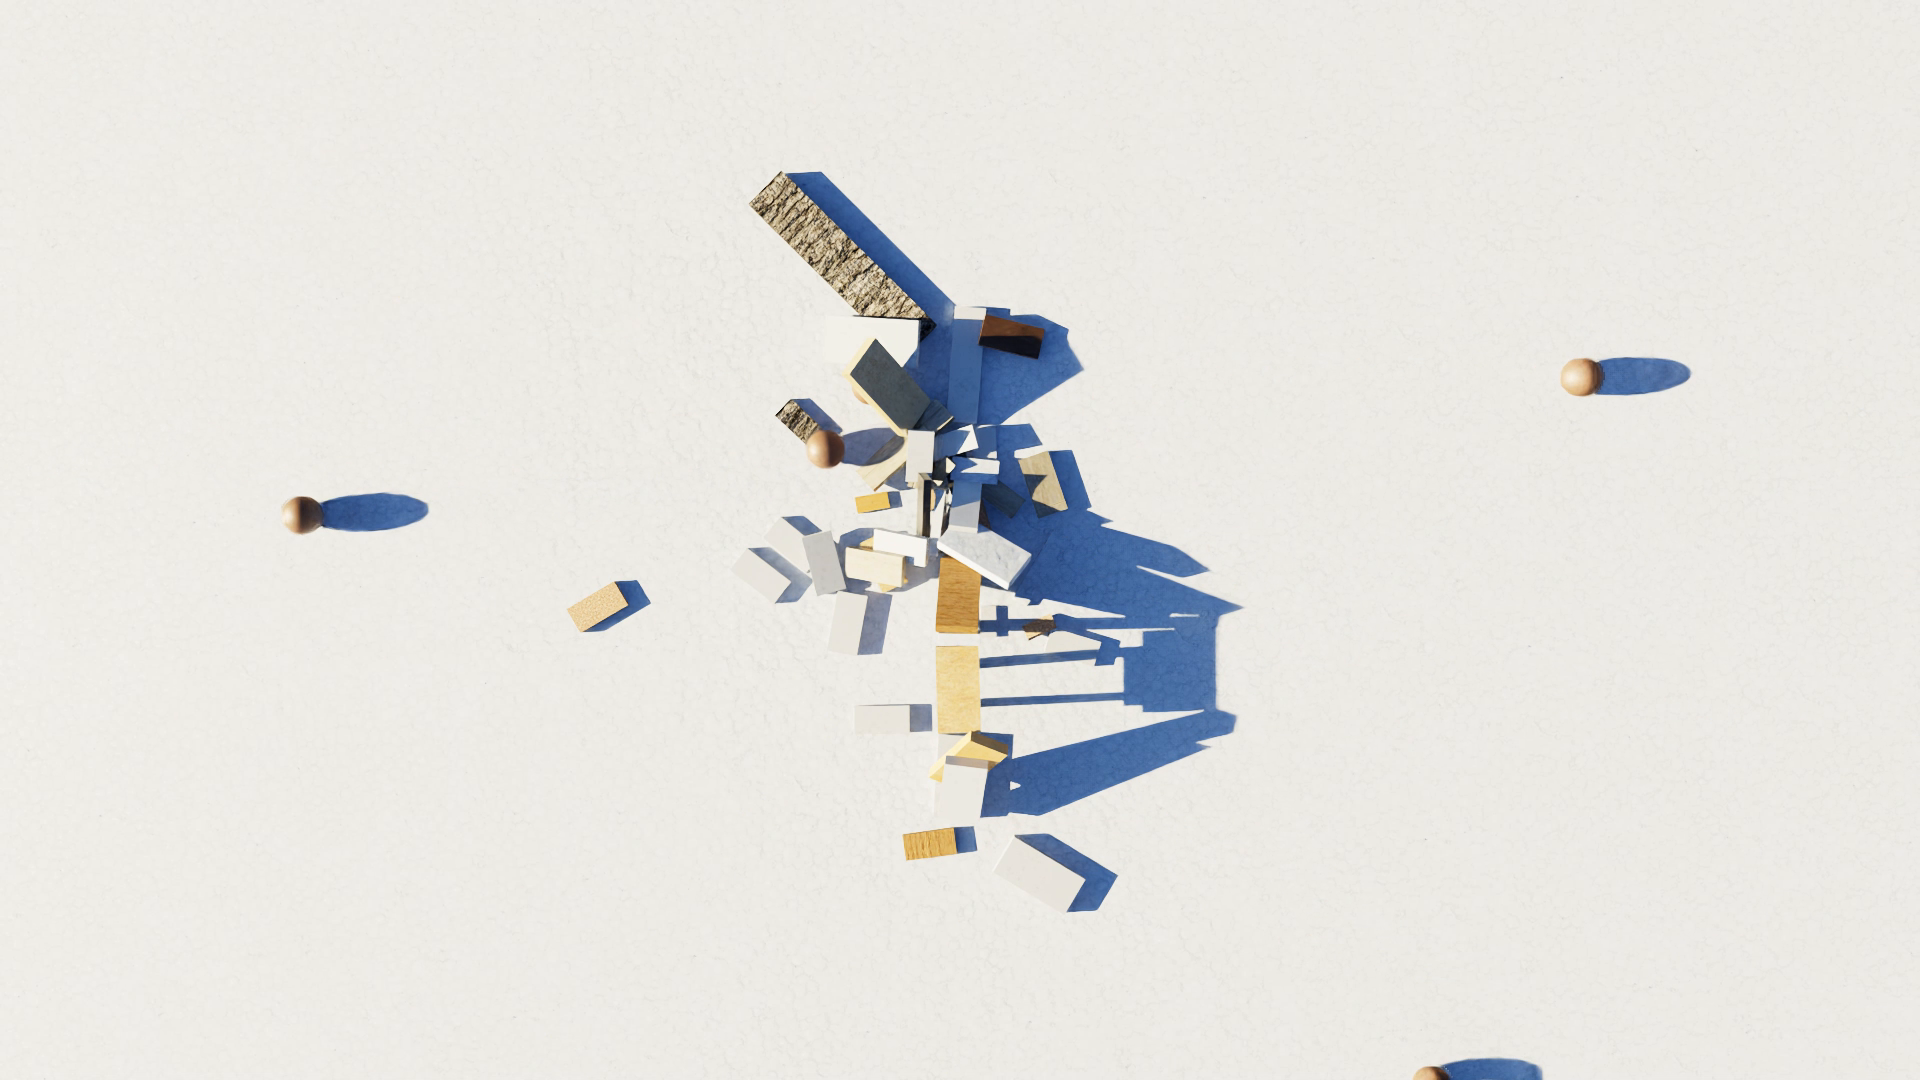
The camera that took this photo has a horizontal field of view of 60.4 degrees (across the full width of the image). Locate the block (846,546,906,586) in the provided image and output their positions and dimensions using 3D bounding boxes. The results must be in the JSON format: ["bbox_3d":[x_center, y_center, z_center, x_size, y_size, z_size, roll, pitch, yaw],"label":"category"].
[{"bbox_3d":[-0.280,0.086,5.438,0.202,0.029,0.101,10,108,20],"label":"block"}]

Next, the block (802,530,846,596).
[{"bbox_3d":[-0.452,0.076,5.464,0.101,0.029,0.202,-15,99,-7],"label":"block"}]

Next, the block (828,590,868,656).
[{"bbox_3d":[-0.374,0.277,5.486,0.101,0.029,0.202,10,90,0],"label":"block"}]

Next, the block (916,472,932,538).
[{"bbox_3d":[-0.119,-0.092,5.418,0.027,0.094,0.245,-2,107,-13],"label":"block"}]

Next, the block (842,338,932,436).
[{"bbox_3d":[-0.237,-0.497,5.371,0.311,0.044,0.156,47,67,-34],"label":"block"}]

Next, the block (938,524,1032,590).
[{"bbox_3d":[0.079,0.036,5.357,0.275,0.039,0.137,31,60,16],"label":"block"}]

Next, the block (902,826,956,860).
[{"bbox_3d":[-0.101,1.011,5.488,0.171,0.024,0.086,-8,90,0],"label":"block"}]

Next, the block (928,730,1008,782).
[{"bbox_3d":[0.026,0.717,5.331,0.137,0.275,0.039,23,47,-19],"label":"block"}]

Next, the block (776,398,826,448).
[{"bbox_3d":[-0.532,-0.388,5.489,0.156,0.022,0.078,43,90,0],"label":"block"}]

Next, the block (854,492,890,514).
[{"bbox_3d":[-0.292,-0.125,5.492,0.109,0.015,0.054,-11,90,0],"label":"block"}]

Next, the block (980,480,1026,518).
[{"bbox_3d":[0.132,-0.148,5.489,0.157,0.022,0.078,37,90,0],"label":"block"}]

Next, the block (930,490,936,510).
[{"bbox_3d":[-0.108,-0.147,5.493,0.047,0.013,0.094,-21,90,0],"label":"block"}]

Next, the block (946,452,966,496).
[{"bbox_3d":[-0.009,-0.234,5.489,0.078,0.022,0.157,-12,90,0],"label":"block"}]

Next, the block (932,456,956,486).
[{"bbox_3d":[-0.057,-0.230,5.458,0.047,0.013,0.094,42,116,5],"label":"block"}]

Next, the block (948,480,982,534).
[{"bbox_3d":[0.017,-0.110,5.411,0.094,0.027,0.187,7,54,-1],"label":"block"}]

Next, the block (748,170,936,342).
[{"bbox_3d":[-0.389,-0.913,5.478,0.723,0.044,0.156,45,90,0],"label":"block"}]

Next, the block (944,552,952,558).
[{"bbox_3d":[0.002,0.103,5.414,0.109,0.031,0.218,1,47,0],"label":"block"}]

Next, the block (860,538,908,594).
[{"bbox_3d":[-0.253,0.074,5.487,0.091,0.026,0.183,-24,90,0],"label":"block"}]

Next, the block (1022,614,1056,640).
[{"bbox_3d":[0.264,0.289,5.479,0.104,0.015,0.052,-25,55,0],"label":"block"}]

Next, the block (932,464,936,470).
[{"bbox_3d":[-0.123,-0.222,5.493,0.094,0.013,0.047,-16,90,0],"label":"block"}]

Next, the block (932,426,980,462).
[{"bbox_3d":[-0.047,-0.312,5.463,0.211,0.022,0.078,-17,84,12],"label":"block"}]

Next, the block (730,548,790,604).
[{"bbox_3d":[-0.663,0.119,5.487,0.185,0.026,0.092,38,90,0],"label":"block"}]

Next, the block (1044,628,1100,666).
[{"bbox_3d":[0.375,0.355,5.488,0.171,0.024,0.086,17,90,0],"label":"block"}]

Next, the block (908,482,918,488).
[{"bbox_3d":[-0.133,-0.224,5.465,0.054,0.015,0.109,16,105,0],"label":"block"}]

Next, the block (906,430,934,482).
[{"bbox_3d":[-0.131,-0.277,5.426,0.086,0.024,0.171,3,106,-2],"label":"block"}]

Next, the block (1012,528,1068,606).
[{"bbox_3d":[0.268,0.090,5.492,0.054,0.015,0.269,31,90,0],"label":"block"}]

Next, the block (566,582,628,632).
[{"bbox_3d":[-1.205,0.223,5.487,0.183,0.026,0.091,-31,90,0],"label":"block"}]

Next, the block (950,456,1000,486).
[{"bbox_3d":[0.049,-0.230,5.467,0.157,0.022,0.078,6,90,0],"label":"block"}]

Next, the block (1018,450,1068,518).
[{"bbox_3d":[0.276,-0.184,5.486,0.102,0.029,0.204,-19,90,0],"label":"block"}]

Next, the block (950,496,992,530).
[{"bbox_3d":[0.048,-0.030,5.441,0.109,0.031,0.218,-15,67,-3],"label":"block"}]

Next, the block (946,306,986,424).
[{"bbox_3d":[0.020,-0.581,5.486,0.102,0.029,0.383,5,90,0],"label":"block"}]

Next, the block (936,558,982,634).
[{"bbox_3d":[-0.003,0.178,5.299,0.134,0.038,0.268,3,52,2],"label":"block"}]

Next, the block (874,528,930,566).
[{"bbox_3d":[-0.194,0.023,5.416,0.187,0.027,0.094,11,109,20],"label":"block"}]

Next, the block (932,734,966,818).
[{"bbox_3d":[-0.012,0.786,5.480,0.138,0.039,0.275,4,90,0],"label":"block"}]

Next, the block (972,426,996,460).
[{"bbox_3d":[0.082,-0.304,5.489,0.078,0.022,0.156,-1,90,0],"label":"block"}]

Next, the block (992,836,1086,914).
[{"bbox_3d":[0.262,1.113,5.480,0.275,0.039,0.138,31,90,0],"label":"block"}]

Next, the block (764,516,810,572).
[{"bbox_3d":[-0.554,0.016,5.487,0.185,0.026,0.092,39,90,0],"label":"block"}]

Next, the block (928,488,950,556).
[{"bbox_3d":[-0.069,-0.060,5.435,0.031,0.109,0.218,8,95,6],"label":"block"}]

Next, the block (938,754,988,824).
[{"bbox_3d":[0.009,0.810,5.354,0.138,0.039,0.275,7,132,0],"label":"block"}]

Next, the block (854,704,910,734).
[{"bbox_3d":[-0.260,0.597,5.487,0.185,0.026,0.092,-1,90,0],"label":"block"}]

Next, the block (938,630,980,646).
[{"bbox_3d":[-0.002,0.301,5.365,0.134,0.268,0.038,1,96,0],"label":"block"}]

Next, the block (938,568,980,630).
[{"bbox_3d":[-0.004,0.192,5.383,0.134,0.268,0.038,1,129,0],"label":"block"}]

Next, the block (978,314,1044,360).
[{"bbox_3d":[0.169,-0.673,5.470,0.204,0.029,0.102,13,89,-8],"label":"block"}]

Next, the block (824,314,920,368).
[{"bbox_3d":[-0.290,-0.655,5.442,0.311,0.044,0.156,5,100,9],"label":"block"}]

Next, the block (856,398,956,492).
[{"bbox_3d":[-0.181,-0.315,5.466,0.360,0.026,0.091,-42,71,2],"label":"block"}]

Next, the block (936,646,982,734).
[{"bbox_3d":[-0.005,0.475,5.253,0.137,0.039,0.275,-2,90,0],"label":"block"}]

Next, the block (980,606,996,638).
[{"bbox_3d":[0.095,0.272,5.493,0.052,0.015,0.104,-1,90,1],"label":"block"}]
